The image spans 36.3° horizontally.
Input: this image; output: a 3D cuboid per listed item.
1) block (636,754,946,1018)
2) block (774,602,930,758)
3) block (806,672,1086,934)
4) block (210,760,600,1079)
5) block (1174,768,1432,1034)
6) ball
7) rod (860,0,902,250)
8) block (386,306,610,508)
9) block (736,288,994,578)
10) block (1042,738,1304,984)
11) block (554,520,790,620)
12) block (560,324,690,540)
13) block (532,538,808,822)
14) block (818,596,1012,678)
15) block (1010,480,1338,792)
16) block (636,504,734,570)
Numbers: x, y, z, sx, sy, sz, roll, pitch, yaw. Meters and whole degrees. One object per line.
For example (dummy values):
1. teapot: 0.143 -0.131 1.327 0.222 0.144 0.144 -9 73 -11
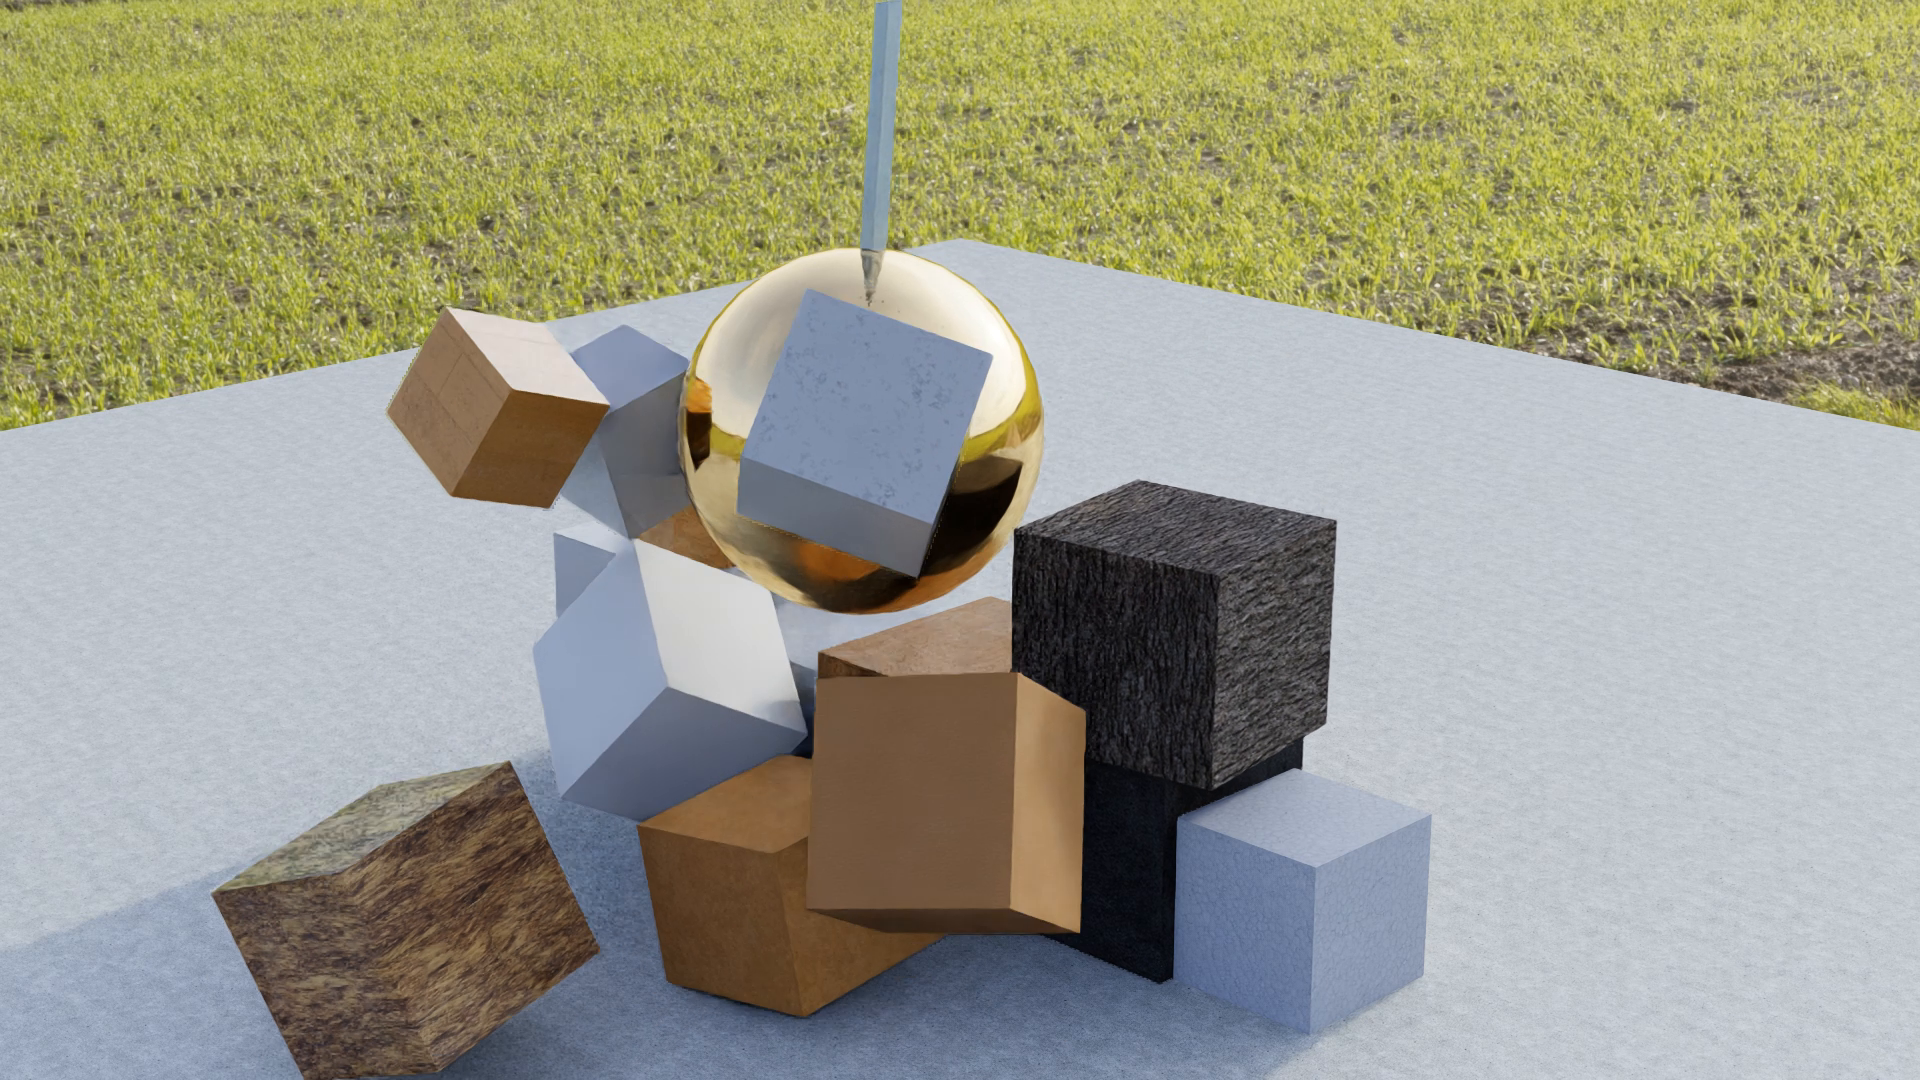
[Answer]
1. block: -0.705 1.430 12.318 0.829 0.716 0.857 6 21 43
2. block: -0.593 0.839 14.236 0.928 0.862 0.923 -17 24 -42
3. block: -0.038 1.006 11.036 0.791 0.857 0.817 -3 -14 20
4. block: -2.165 1.496 11.483 0.896 0.849 0.900 -13 15 43
5. block: 1.437 1.502 12.331 0.731 0.740 0.777 17 24 42
6. ball: -0.430 -0.472 12.743 1.600 1.600 1.600 0 17 0
7. rod: -0.186 -3.772 11.961 0.080 5.200 0.080 17 18 42
8. block: -2.032 -0.578 12.903 0.566 0.579 0.607 7 33 -49
9. block: -0.382 -0.411 11.519 0.772 0.735 0.692 20 -19 1
10. block: 0.824 1.194 12.858 0.968 1.007 0.920 17 24 42
11. block: -1.302 0.501 14.876 1.029 1.124 1.066 -17 24 -42
12. block: -1.529 -0.501 13.462 0.570 0.646 0.612 -32 39 -25
13. block: -1.343 0.690 13.457 0.794 0.824 0.904 22 35 -37
14. block: 0.116 0.978 13.555 1.033 1.007 1.126 17 24 42
15. block: 0.891 0.372 12.272 0.987 0.908 0.945 13 21 34
16. block: -1.185 -0.264 14.405 0.739 0.619 0.676 -9 19 -25
